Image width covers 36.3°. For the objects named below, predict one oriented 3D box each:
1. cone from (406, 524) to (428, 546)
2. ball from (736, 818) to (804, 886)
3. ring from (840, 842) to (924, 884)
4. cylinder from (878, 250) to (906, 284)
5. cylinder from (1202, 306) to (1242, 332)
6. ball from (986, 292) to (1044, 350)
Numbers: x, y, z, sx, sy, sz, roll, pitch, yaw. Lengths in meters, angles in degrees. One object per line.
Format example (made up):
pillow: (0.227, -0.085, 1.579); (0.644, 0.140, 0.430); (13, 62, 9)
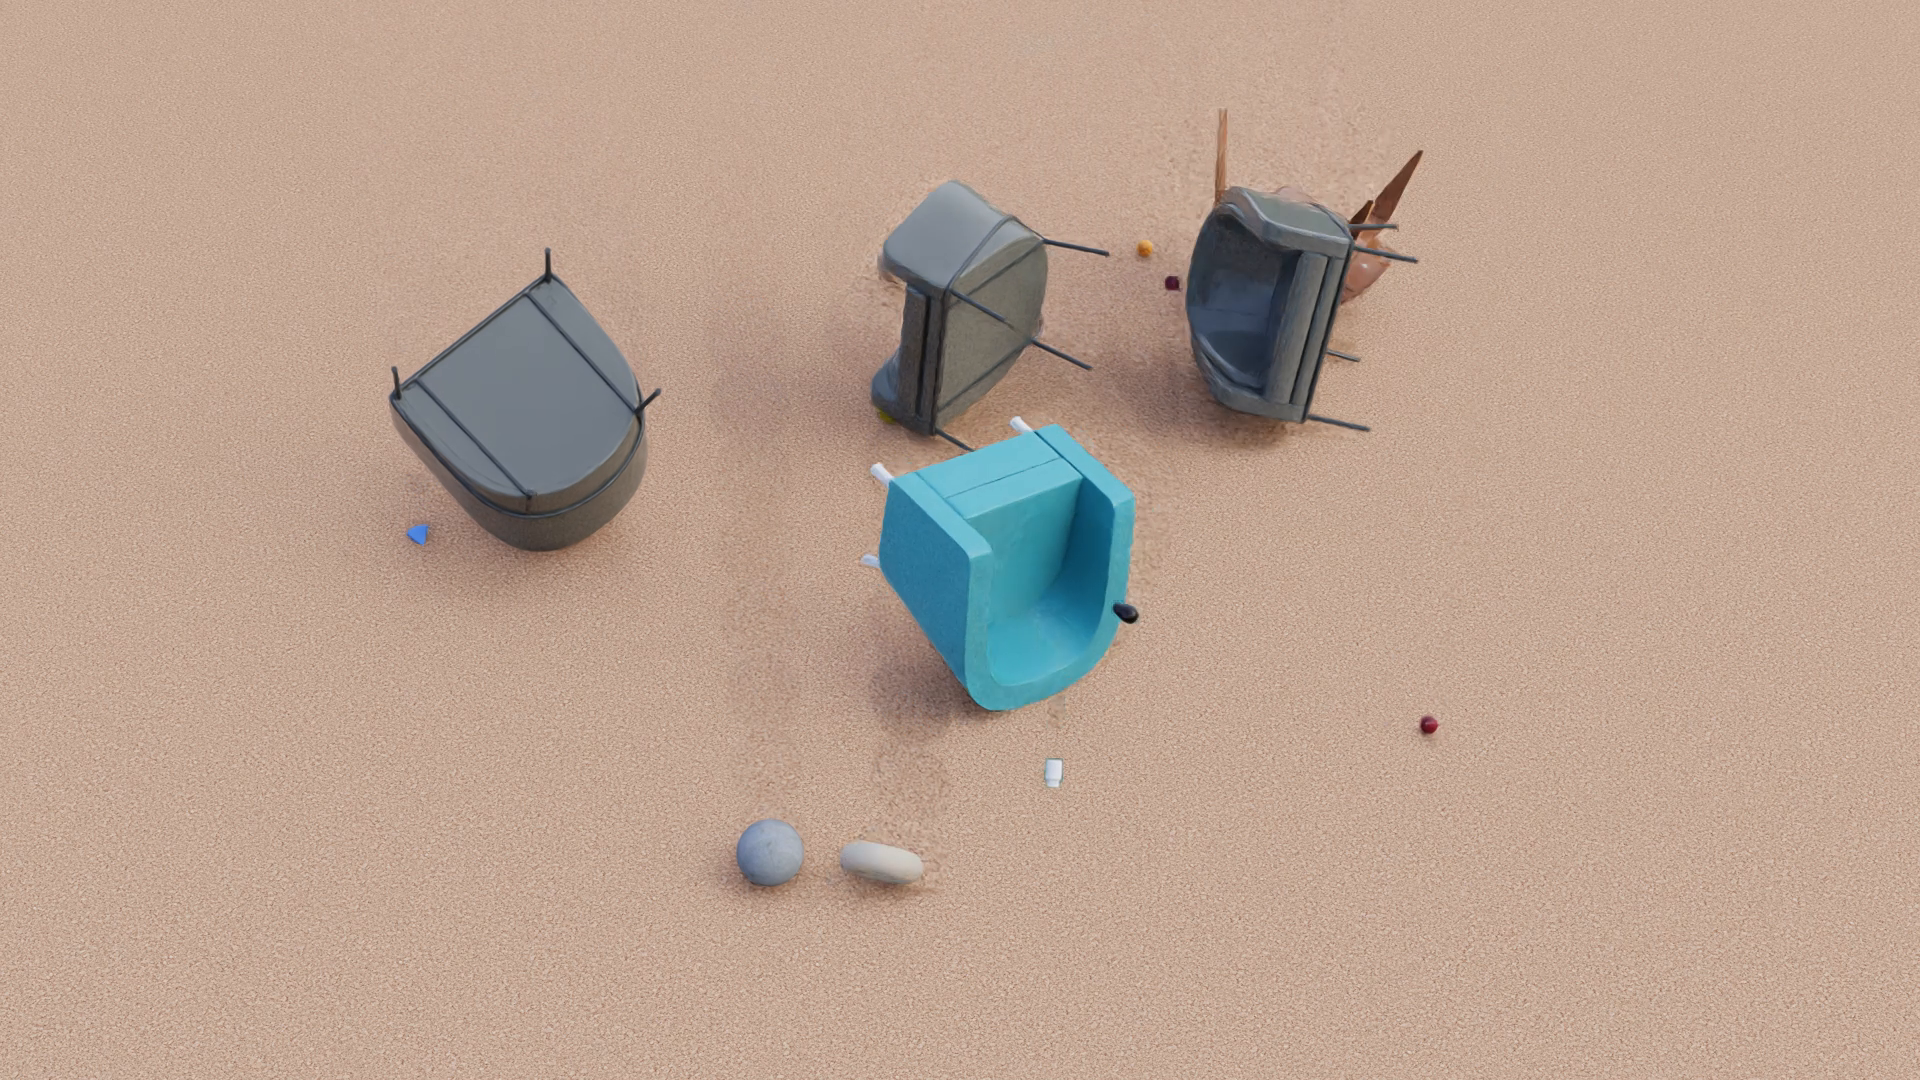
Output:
cone: (-2.011, -0.006, 10.931); (0.085, 0.049, 0.086); (-22, 54, -6)
ball: (-0.599, 0.986, 9.253); (0.213, 0.213, 0.213); (0, 33, 0)
ring: (-0.245, 1.011, 9.192); (0.264, 0.272, 0.092); (7, 77, 18)
cylinder: (-0.294, -1.171, 12.550); (0.081, 0.146, 0.086); (17, 41, 41)
cylinder: (1.096, -0.923, 12.267); (0.111, 0.080, 0.121); (-29, 23, -37)
ball: (0.229, -0.904, 12.099); (0.239, 0.239, 0.239); (0, 33, 0)
